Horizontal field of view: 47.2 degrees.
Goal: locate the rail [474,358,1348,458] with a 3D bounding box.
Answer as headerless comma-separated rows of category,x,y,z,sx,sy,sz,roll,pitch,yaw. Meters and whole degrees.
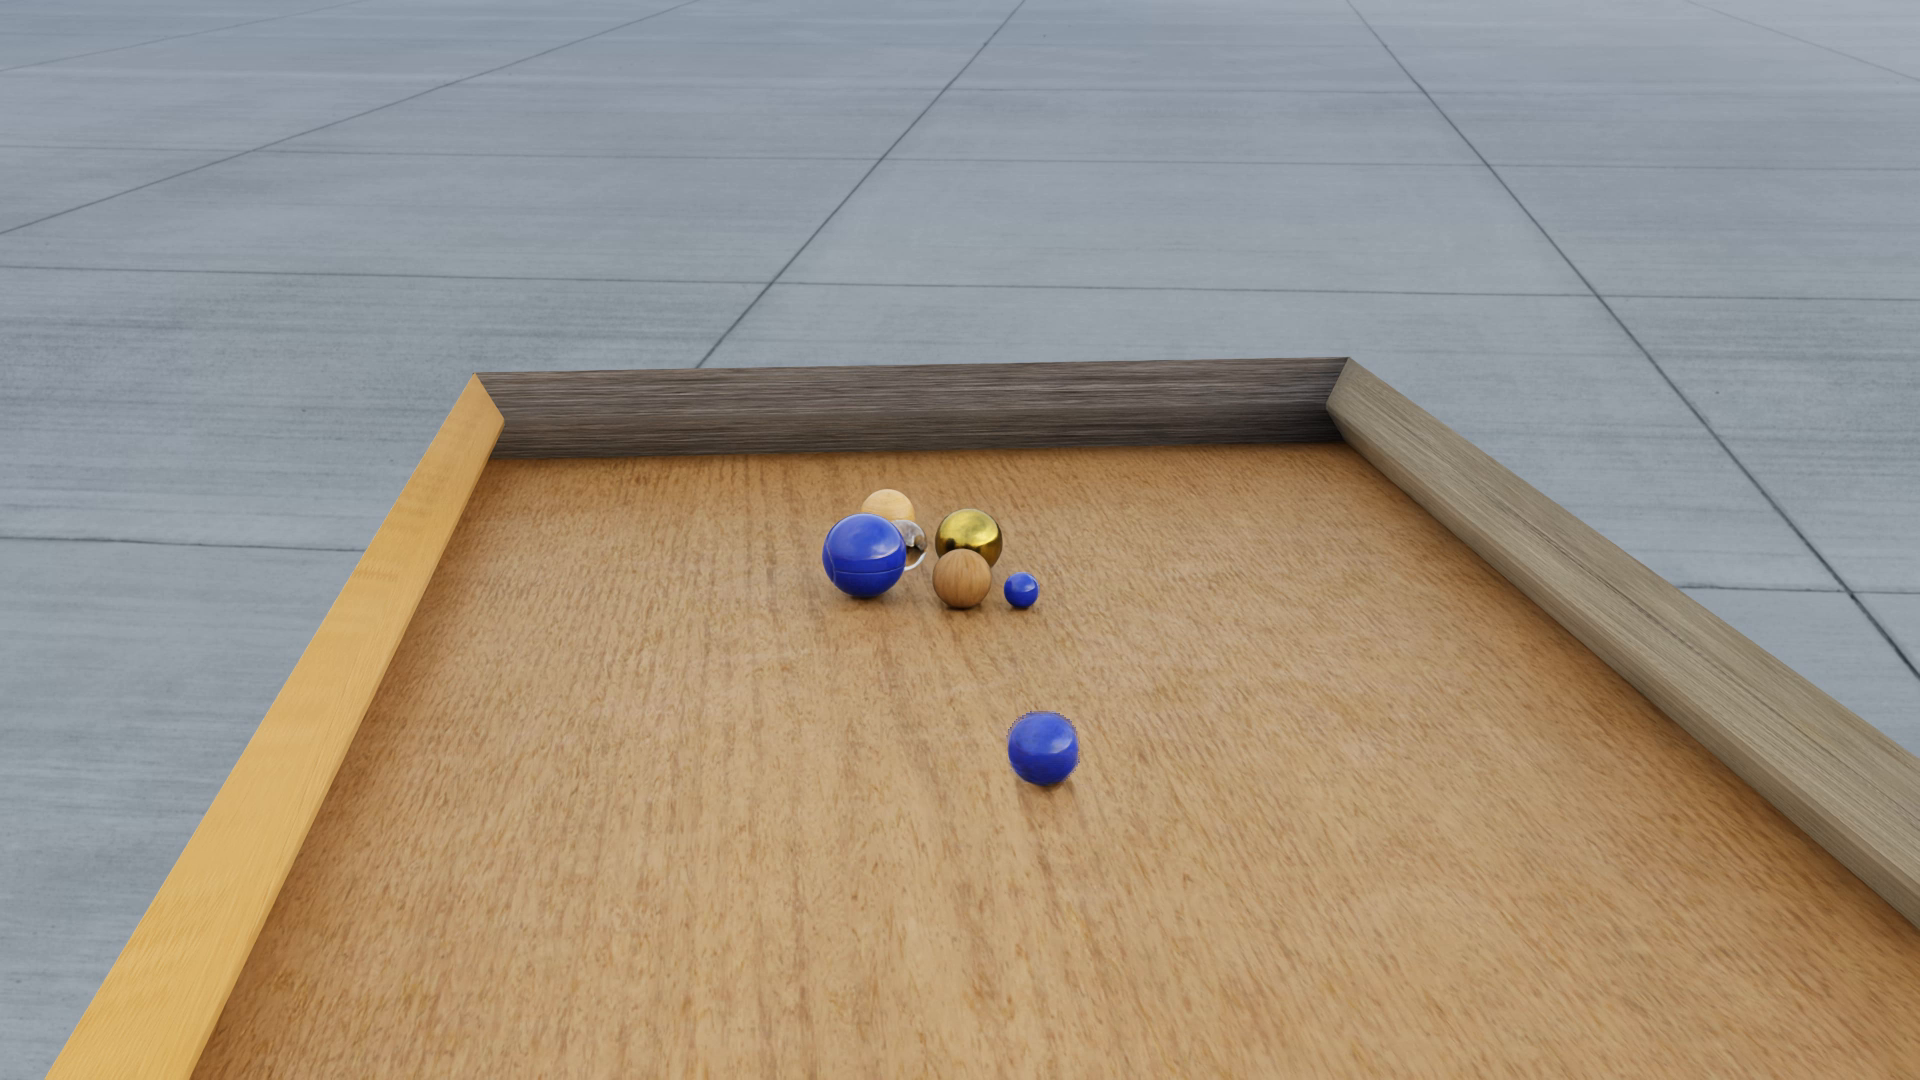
rail,-0.057,-0.188,3.203,1.283,0.126,0.045,-1,16,-5

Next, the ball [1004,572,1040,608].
ball,0.070,0.056,2.484,0.041,0.041,0.041,0,15,0

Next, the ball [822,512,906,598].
ball,-0.109,0.017,2.519,0.097,0.097,0.097,0,15,0

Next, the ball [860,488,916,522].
ball,-0.090,-0.029,2.738,0.070,0.070,0.070,0,15,0

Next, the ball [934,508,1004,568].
ball,0.010,0.003,2.603,0.081,0.081,0.081,0,15,0

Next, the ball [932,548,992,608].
ball,0.002,0.043,2.481,0.068,0.068,0.068,0,15,0

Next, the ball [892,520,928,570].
ball,-0.069,0.006,2.627,0.062,0.062,0.062,0,15,0

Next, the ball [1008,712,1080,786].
ball,0.074,0.187,1.969,0.065,0.065,0.065,0,15,0

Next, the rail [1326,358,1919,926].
rail,0.674,0.123,2.081,0.045,0.126,2.504,-1,16,-5

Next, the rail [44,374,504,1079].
rail,-0.556,0.154,1.969,0.045,0.126,2.504,-1,16,-5
